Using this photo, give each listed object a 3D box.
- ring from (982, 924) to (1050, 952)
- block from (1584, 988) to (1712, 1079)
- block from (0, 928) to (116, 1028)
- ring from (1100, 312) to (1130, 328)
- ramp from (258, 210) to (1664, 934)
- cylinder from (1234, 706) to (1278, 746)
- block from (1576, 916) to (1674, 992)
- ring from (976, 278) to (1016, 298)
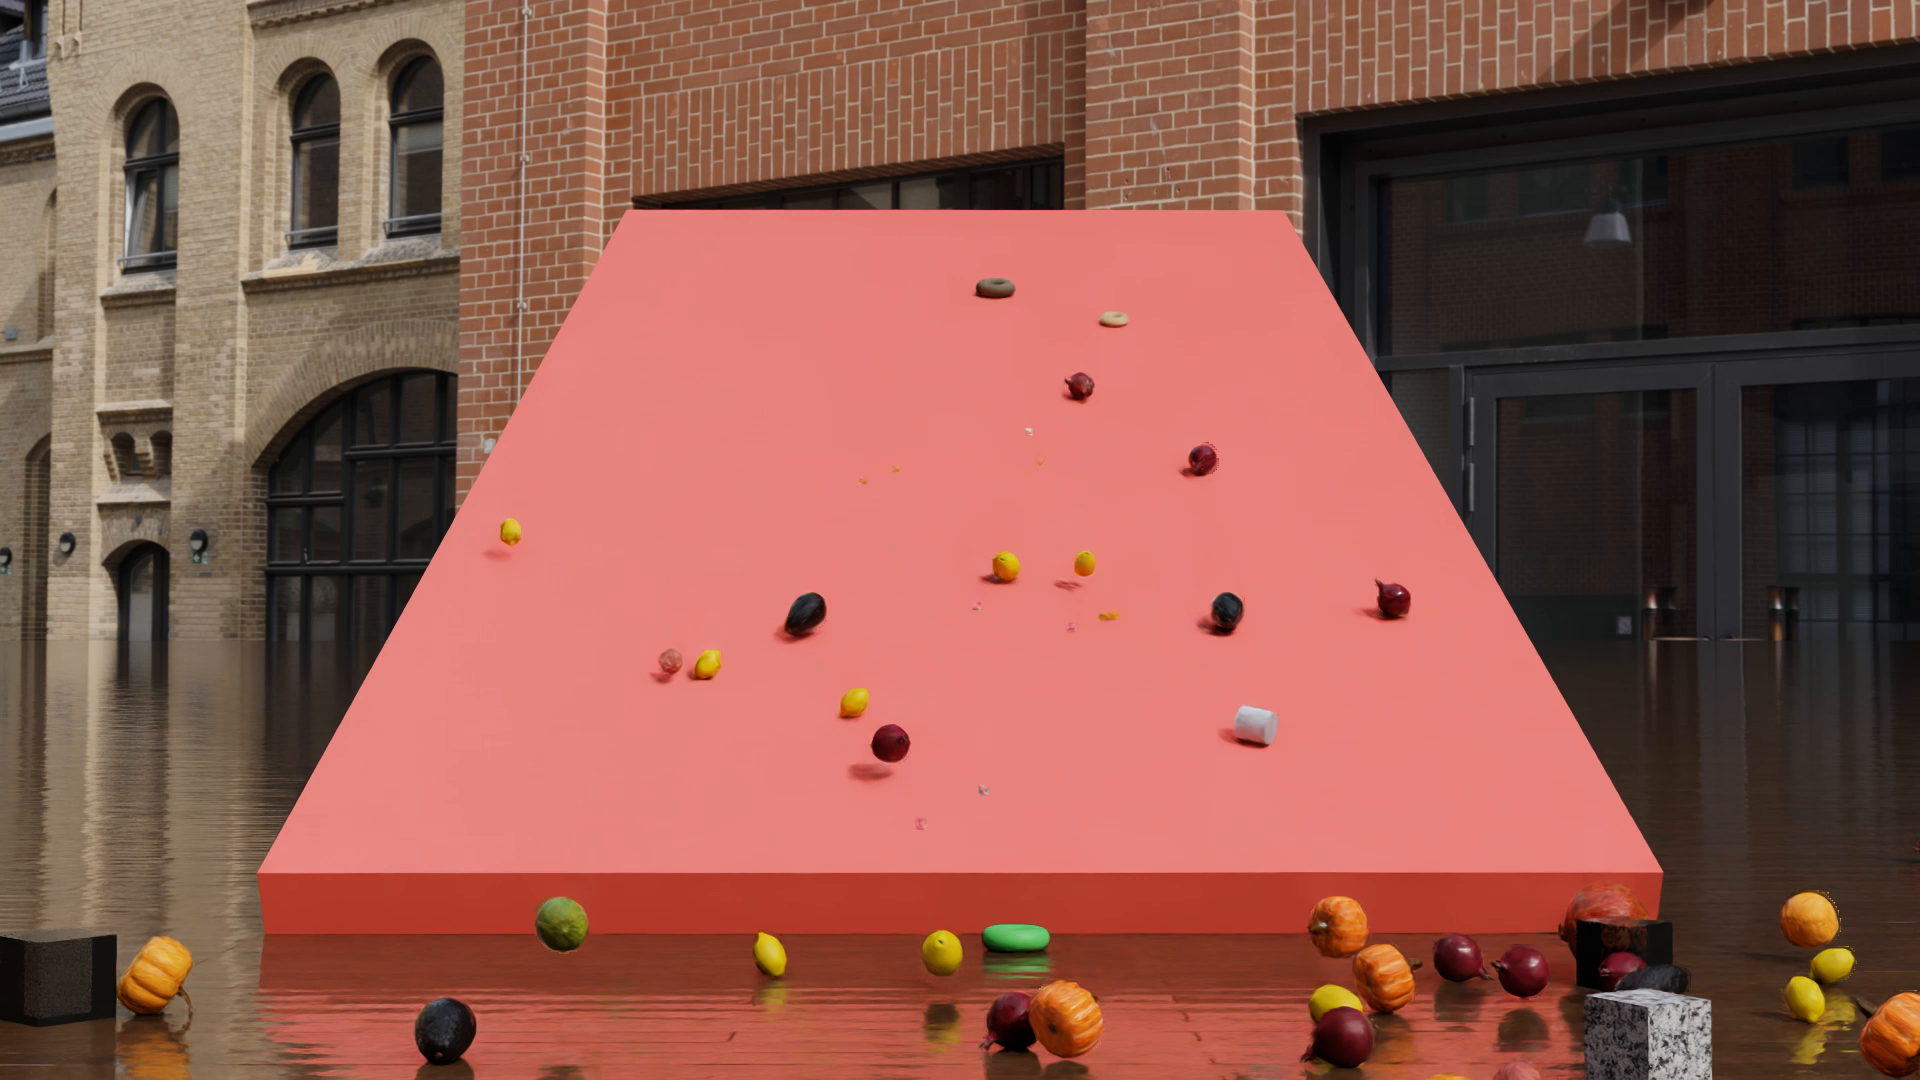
[{"bbox_3d":[0.076,0.544,3.133,0.094,0.031,0.094,1,-3,0],"label":"ring"},{"bbox_3d":[0.659,0.480,2.196,0.083,0.083,0.083,1,-3,-29],"label":"block"},{"bbox_3d":[-1.015,0.491,2.576,0.092,0.092,0.092,-2,-3,40],"label":"block"},{"bbox_3d":[0.392,-0.562,5.830,0.077,0.026,0.077,-1,23,0],"label":"ring"},{"bbox_3d":[-0.006,-0.219,5.136,2.000,0.100,4.000,0,22,0],"label":"ramp"},{"bbox_3d":[0.470,0.294,3.639,0.053,0.053,0.053,12,4,28],"label":"cylinder"},{"bbox_3d":[0.812,0.506,2.799,0.080,0.080,0.080,2,-3,-35],"label":"block"},{"bbox_3d":[0.096,-0.670,6.088,0.106,0.035,0.106,1,21,0],"label":"ring"}]
